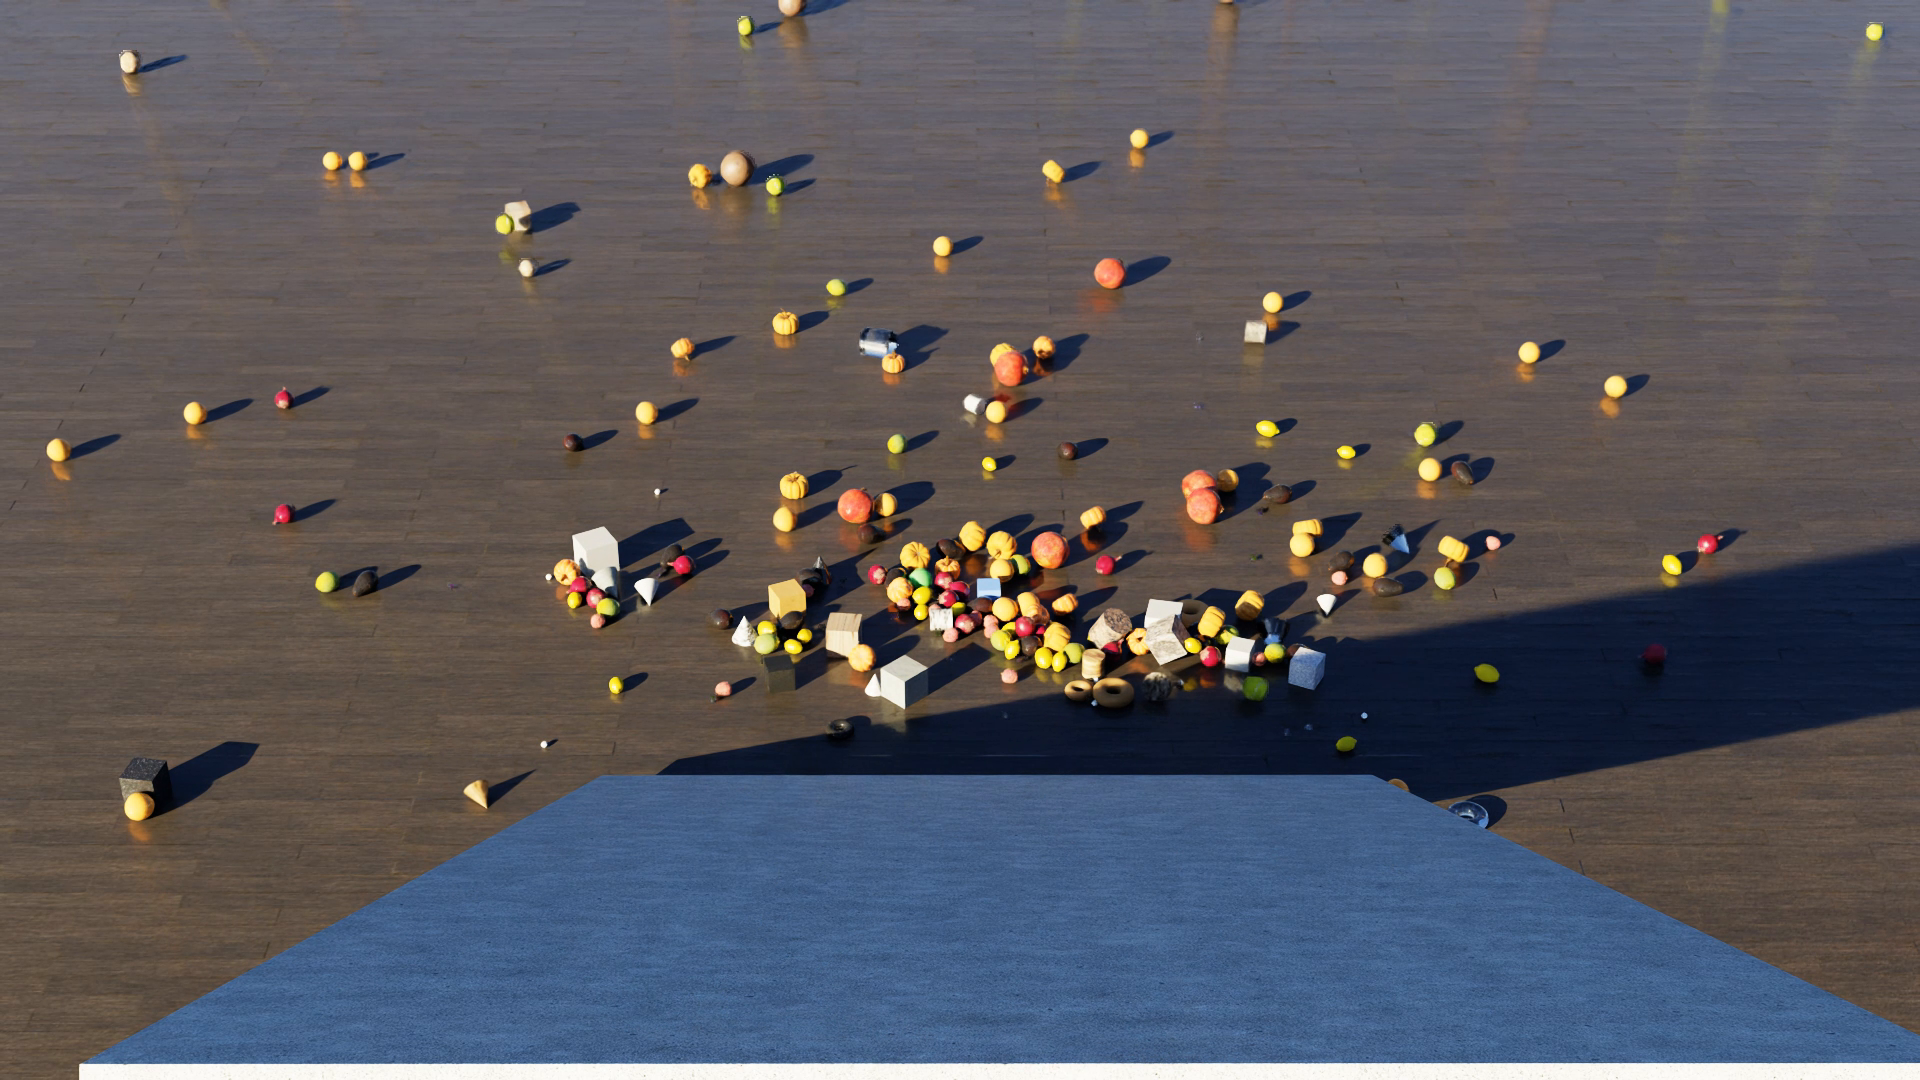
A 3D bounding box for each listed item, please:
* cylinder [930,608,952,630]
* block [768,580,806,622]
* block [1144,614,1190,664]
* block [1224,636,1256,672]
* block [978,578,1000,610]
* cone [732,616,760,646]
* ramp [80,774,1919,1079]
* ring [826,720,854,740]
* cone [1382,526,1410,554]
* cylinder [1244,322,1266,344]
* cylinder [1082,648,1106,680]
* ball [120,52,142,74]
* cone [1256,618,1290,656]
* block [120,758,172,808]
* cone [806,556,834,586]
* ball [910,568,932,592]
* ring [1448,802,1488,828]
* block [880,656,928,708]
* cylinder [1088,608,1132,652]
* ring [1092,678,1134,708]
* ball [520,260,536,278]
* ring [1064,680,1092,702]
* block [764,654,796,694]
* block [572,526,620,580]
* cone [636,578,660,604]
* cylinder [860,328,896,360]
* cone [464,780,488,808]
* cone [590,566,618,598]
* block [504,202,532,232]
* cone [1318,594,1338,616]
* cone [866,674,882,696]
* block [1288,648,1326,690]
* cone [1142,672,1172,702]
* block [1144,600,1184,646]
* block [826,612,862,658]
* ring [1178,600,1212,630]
[{"bbox_3d":[-0.054,0.228,7.433,0.062,0.062,0.062,-1,32,-2],"label":"cylinder"},{"bbox_3d":[-0.499,0.176,7.499,0.080,0.080,0.080,-15,35,-22],"label":"block"},{"bbox_3d":[0.585,0.279,7.296,0.088,0.088,0.088,-25,23,25],"label":"block"},{"bbox_3d":[0.787,0.321,7.282,0.066,0.066,0.066,11,34,17],"label":"block"},{"bbox_3d":[0.084,0.156,7.544,0.064,0.064,0.064,-1,32,-2],"label":"block"},{"bbox_3d":[-0.613,0.248,7.387,0.077,0.077,0.077,0,32,0],"label":"cone"},{"bbox_3d":[0.072,0.631,4.730,2.000,0.100,4.000,0,-1,0],"label":"ramp"},{"bbox_3d":[-0.325,0.513,7.016,0.079,0.026,0.079,-1,32,1],"label":"ring"},{"bbox_3d":[1.327,0.013,7.798,0.080,0.080,0.080,-24,66,-33],"label":"cone"},{"bbox_3d":[1.016,-0.712,8.912,0.069,0.069,0.069,5,33,8],"label":"cylinder"},{"bbox_3d":[0.373,0.348,7.243,0.063,0.063,0.063,0,32,0],"label":"cylinder"},{"bbox_3d":[-3.506,-2.017,10.958,0.088,0.088,0.088,0,32,0],"label":"ball"},{"bbox_3d":[0.891,0.289,7.355,0.096,0.096,0.096,0,59,1],"label":"cone"},{"bbox_3d":[-2.125,0.634,6.765,0.090,0.090,0.090,5,33,8],"label":"block"},{"bbox_3d":[-0.413,0.079,7.651,0.081,0.081,0.081,0,32,0],"label":"cone"},{"bbox_3d":[-0.114,0.117,7.601,0.070,0.070,0.070,0,32,0],"label":"ball"},{"bbox_3d":[1.307,0.715,6.687,0.113,0.038,0.113,-1,31,0],"label":"ring"},{"bbox_3d":[-0.153,0.391,7.148,0.091,0.091,0.091,27,41,36],"label":"block"},{"bbox_3d":[0.425,0.254,7.336,0.090,0.090,0.090,17,46,-19],"label":"cylinder"},{"bbox_3d":[0.423,0.422,7.149,0.117,0.039,0.117,1,33,-1],"label":"ring"},{"bbox_3d":[-1.556,-0.979,9.340,0.062,0.062,0.062,0,32,0],"label":"ball"},{"bbox_3d":[0.330,0.417,7.168,0.080,0.027,0.080,-1,32,1],"label":"ring"},{"bbox_3d":[-0.501,0.372,7.195,0.073,0.073,0.073,-8,33,-12],"label":"block"},{"bbox_3d":[-1.081,0.038,7.698,0.100,0.100,0.100,-17,36,-25],"label":"block"},{"bbox_3d":[-0.909,0.161,7.566,0.072,0.072,0.072,-6,59,-9],"label":"cone"},{"bbox_3d":[-0.278,-0.668,8.818,0.096,0.096,0.096,12,34,18],"label":"cylinder"},{"bbox_3d":[-1.247,0.673,6.759,0.068,0.068,0.068,-20,64,-28],"label":"cone"},{"bbox_3d":[-1.024,0.138,7.596,0.087,0.087,0.087,-21,64,-29],"label":"cone"},{"bbox_3d":[-1.651,-1.210,9.690,0.079,0.079,0.079,-11,34,-17],"label":"block"},{"bbox_3d":[1.064,0.197,7.516,0.057,0.057,0.057,7,68,11],"label":"cone"},{"bbox_3d":[-0.235,0.393,7.177,0.057,0.057,0.057,0,32,0],"label":"cone"},{"bbox_3d":[0.966,0.358,7.215,0.076,0.076,0.076,16,36,23],"label":"block"},{"bbox_3d":[0.549,0.402,7.181,0.083,0.083,0.083,6,6,9],"label":"cone"},{"bbox_3d":[0.580,0.239,7.384,0.095,0.095,0.095,6,33,10],"label":"block"},{"bbox_3d":[-0.327,0.270,7.339,0.090,0.090,0.090,3,32,5],"label":"block"},{"bbox_3d":[0.664,0.214,7.476,0.125,0.042,0.125,0,31,0],"label":"ring"}]
